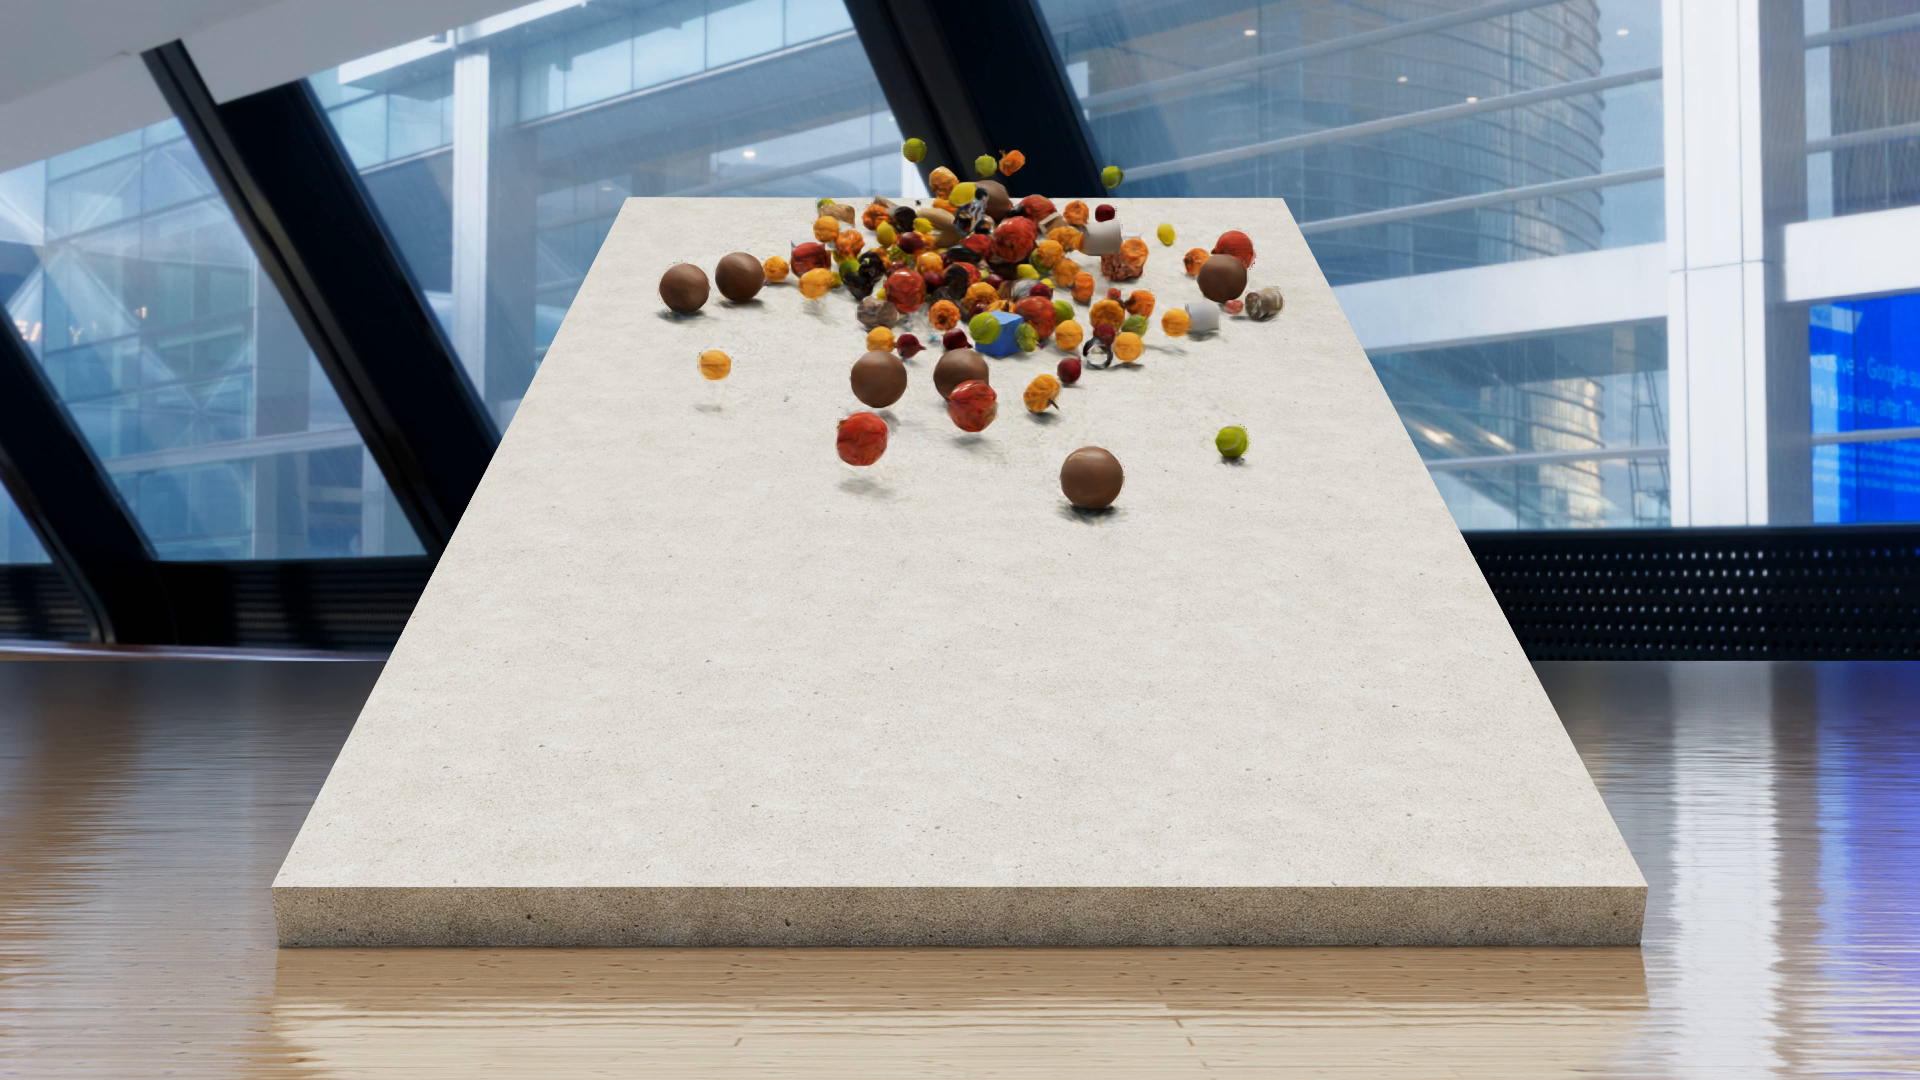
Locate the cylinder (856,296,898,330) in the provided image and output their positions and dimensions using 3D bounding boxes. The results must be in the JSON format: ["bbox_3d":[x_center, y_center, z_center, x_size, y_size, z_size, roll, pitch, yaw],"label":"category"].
[{"bbox_3d":[-0.208,-0.571,5.813,0.073,0.073,0.073,20,11,39],"label":"cylinder"}]

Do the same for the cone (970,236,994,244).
[{"bbox_3d":[0.051,-0.858,6.560,0.061,0.061,0.061,-38,9,-16],"label":"cone"}]

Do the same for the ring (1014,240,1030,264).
[{"bbox_3d":[0.164,-0.775,6.284,0.027,0.080,0.080,1,-2,34],"label":"ring"}]

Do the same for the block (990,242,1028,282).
[{"bbox_3d":[0.131,-0.746,6.203,0.069,0.069,0.069,14,-27,27],"label":"block"}]

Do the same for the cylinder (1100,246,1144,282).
[{"bbox_3d":[0.437,-0.744,6.212,0.085,0.085,0.085,-9,1,-22],"label":"cylinder"}]

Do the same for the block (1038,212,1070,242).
[{"bbox_3d":[0.264,-0.876,6.465,0.057,0.057,0.057,-35,18,-8],"label":"block"}]

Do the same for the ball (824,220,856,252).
[{"bbox_3d":[-0.327,-0.826,6.284,0.086,0.086,0.086,0,-3,0],"label":"ball"}]

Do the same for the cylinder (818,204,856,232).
[{"bbox_3d":[-0.353,-0.927,6.652,0.082,0.082,0.082,8,0,19],"label":"cylinder"}]

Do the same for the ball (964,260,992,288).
[{"bbox_3d":[0.047,-0.707,6.131,0.077,0.077,0.077,0,-3,0],"label":"ball"}]

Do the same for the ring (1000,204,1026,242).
[{"bbox_3d":[0.152,-0.900,6.552,0.039,0.116,0.116,27,1,8],"label":"ring"}]

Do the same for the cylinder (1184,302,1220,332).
[{"bbox_3d":[0.606,-0.558,5.775,0.073,0.073,0.073,-4,-3,-4],"label":"cylinder"}]

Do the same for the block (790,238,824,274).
[{"bbox_3d":[-0.416,-0.777,6.302,0.077,0.077,0.077,-6,24,-15],"label":"block"}]

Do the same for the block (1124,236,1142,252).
[{"bbox_3d":[0.454,-0.787,6.327,0.078,0.078,0.078,4,23,9],"label":"block"}]

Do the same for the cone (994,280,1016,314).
[{"bbox_3d":[0.150,-0.618,5.973,0.090,0.090,0.090,-2,-10,35],"label":"cone"}]

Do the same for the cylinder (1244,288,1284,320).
[{"bbox_3d":[0.779,-0.606,5.909,0.070,0.070,0.070,-17,8,-35],"label":"cylinder"}]

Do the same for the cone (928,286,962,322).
[{"bbox_3d":[-0.024,-0.598,5.923,0.092,0.092,0.092,-1,-5,17],"label":"cone"}]

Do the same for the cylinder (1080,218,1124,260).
[{"bbox_3d":[0.378,-0.800,6.121,0.087,0.087,0.087,-22,4,-16],"label":"cylinder"}]

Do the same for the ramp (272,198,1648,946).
[{"bbox_3d":[-0.007,-0.224,5.215,2.000,0.100,4.000,0,23,0],"label":"ramp"}]

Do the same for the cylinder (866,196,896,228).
[{"bbox_3d":[-0.226,-0.941,6.637,0.070,0.070,0.070,26,19,-10],"label":"cylinder"}]

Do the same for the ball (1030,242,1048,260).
[{"bbox_3d":[0.220,-0.802,6.397,0.051,0.051,0.051,0,-3,0],"label":"ball"}]

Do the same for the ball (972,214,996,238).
[{"bbox_3d":[0.065,-0.861,6.342,0.066,0.066,0.066,0,-3,0],"label":"ball"}]

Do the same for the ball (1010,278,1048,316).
[{"bbox_3d":[0.176,-0.616,5.839,0.097,0.097,0.097,0,-3,0],"label":"ball"}]

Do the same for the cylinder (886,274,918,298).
[{"bbox_3d":[-0.152,-0.662,6.034,0.057,0.057,0.057,2,-3,-38],"label":"cylinder"}]

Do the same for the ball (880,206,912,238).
[{"bbox_3d":[-0.174,-0.882,6.398,0.091,0.091,0.091,0,-3,0],"label":"ball"}]

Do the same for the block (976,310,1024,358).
[{"bbox_3d":[0.098,-0.505,5.647,0.084,0.084,0.084,17,28,34],"label":"block"}]

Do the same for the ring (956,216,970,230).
[{"bbox_3d":[-0.009,-0.906,6.639,0.083,0.028,0.083,-23,1,1],"label":"ring"}]

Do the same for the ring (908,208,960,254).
[{"bbox_3d":[-0.072,-0.853,6.357,0.149,0.050,0.149,7,-41,6],"label":"ring"}]
